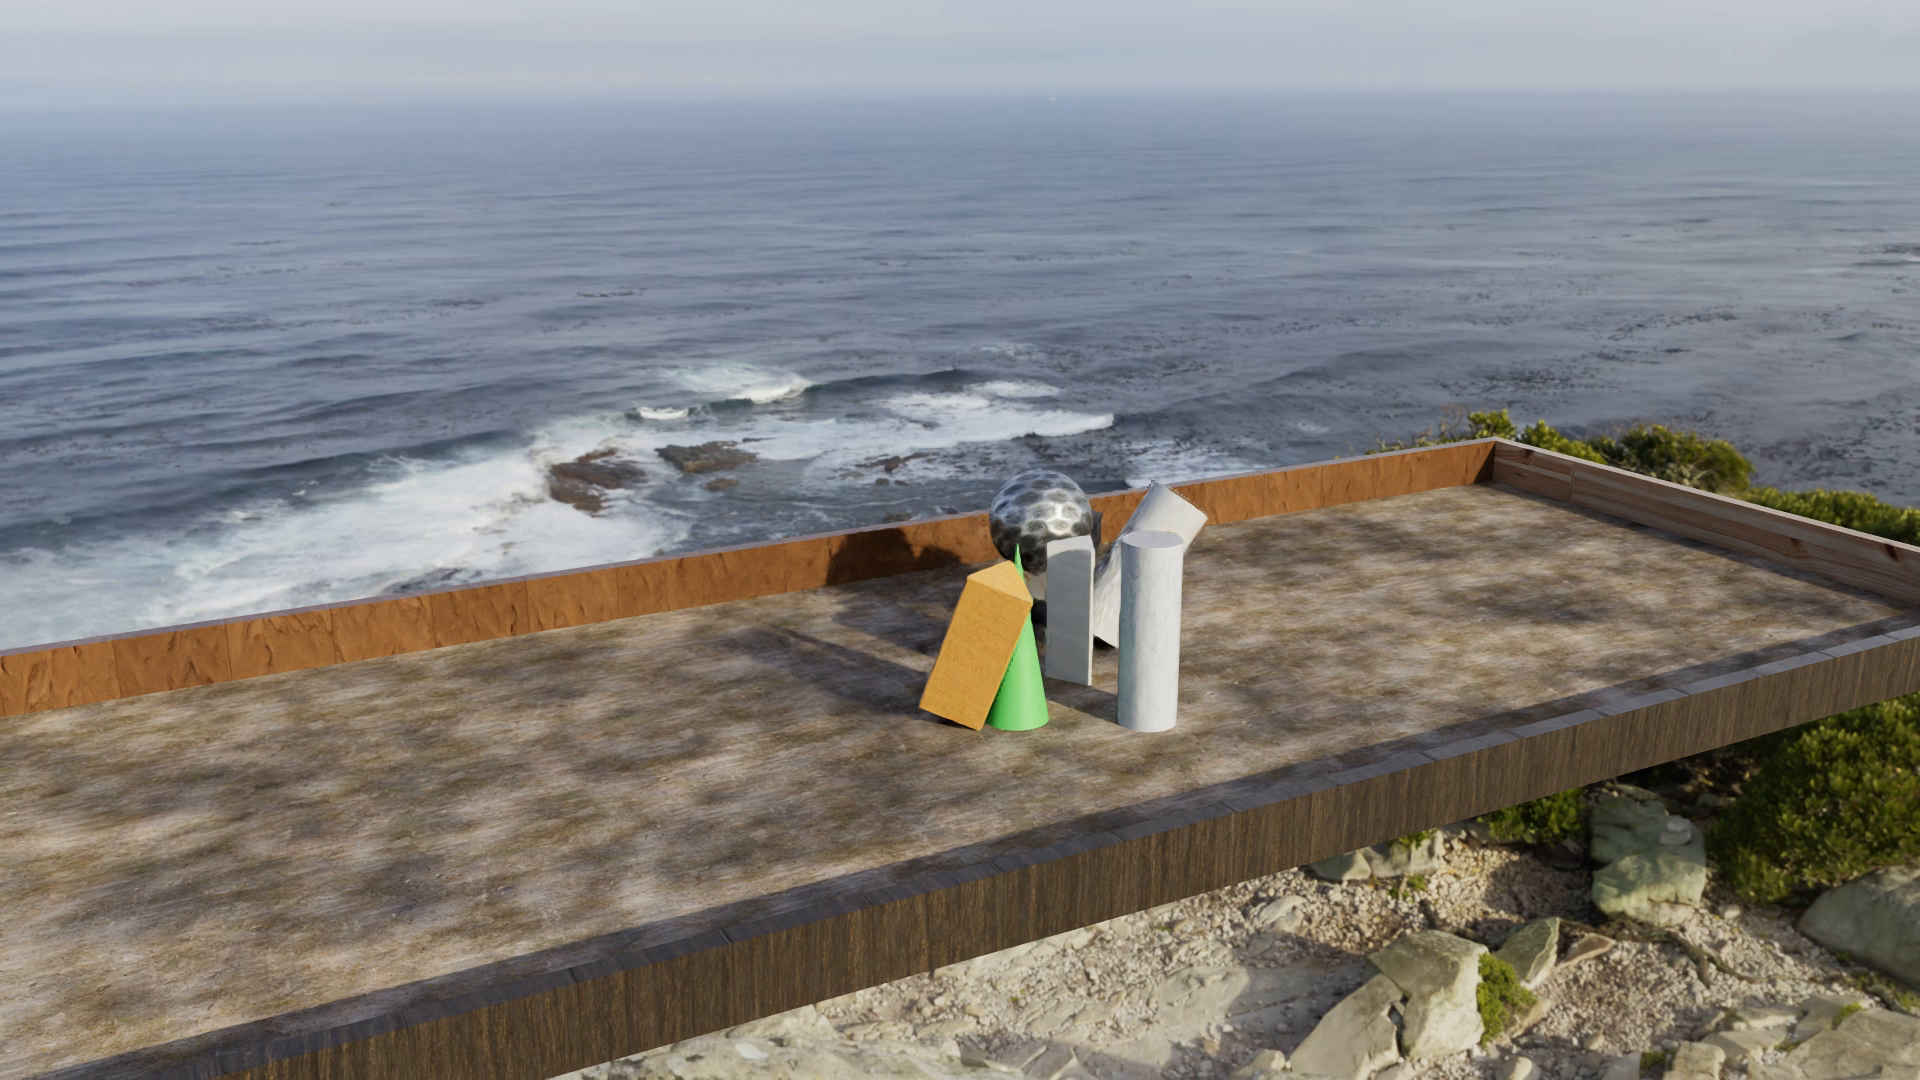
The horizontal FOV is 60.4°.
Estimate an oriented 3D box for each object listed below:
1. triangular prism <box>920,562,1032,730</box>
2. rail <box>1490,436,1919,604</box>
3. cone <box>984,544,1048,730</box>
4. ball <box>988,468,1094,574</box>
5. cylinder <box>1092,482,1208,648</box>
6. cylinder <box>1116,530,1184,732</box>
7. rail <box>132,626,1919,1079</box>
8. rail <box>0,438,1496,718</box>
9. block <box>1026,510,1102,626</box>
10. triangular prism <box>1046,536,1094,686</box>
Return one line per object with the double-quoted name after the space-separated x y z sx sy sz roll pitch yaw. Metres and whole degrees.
0.047 0.232 3.808 0.156 0.378 0.135 21 31 2 "triangular prism"
2.466 -0.048 5.253 0.050 0.150 2.100 -9 18 -27 "rail"
0.132 0.213 3.858 0.157 0.436 0.157 0 16 0 "cone"
0.215 -0.050 4.393 0.278 0.278 0.278 0 16 0 "ball"
0.465 0.066 4.353 0.170 0.418 0.170 34 3 -2 "cylinder"
0.442 0.213 3.840 0.141 0.446 0.141 0 16 0 "cylinder"
-2.336 1.006 1.665 12.000 0.150 0.050 -9 18 -27 "rail"
-3.305 0.497 3.399 12.000 0.150 0.050 -9 18 -27 "rail"
0.287 0.073 4.549 0.126 0.126 0.323 14 57 13 "block"
0.297 0.171 4.145 0.126 0.354 0.109 9 19 29 "triangular prism"
